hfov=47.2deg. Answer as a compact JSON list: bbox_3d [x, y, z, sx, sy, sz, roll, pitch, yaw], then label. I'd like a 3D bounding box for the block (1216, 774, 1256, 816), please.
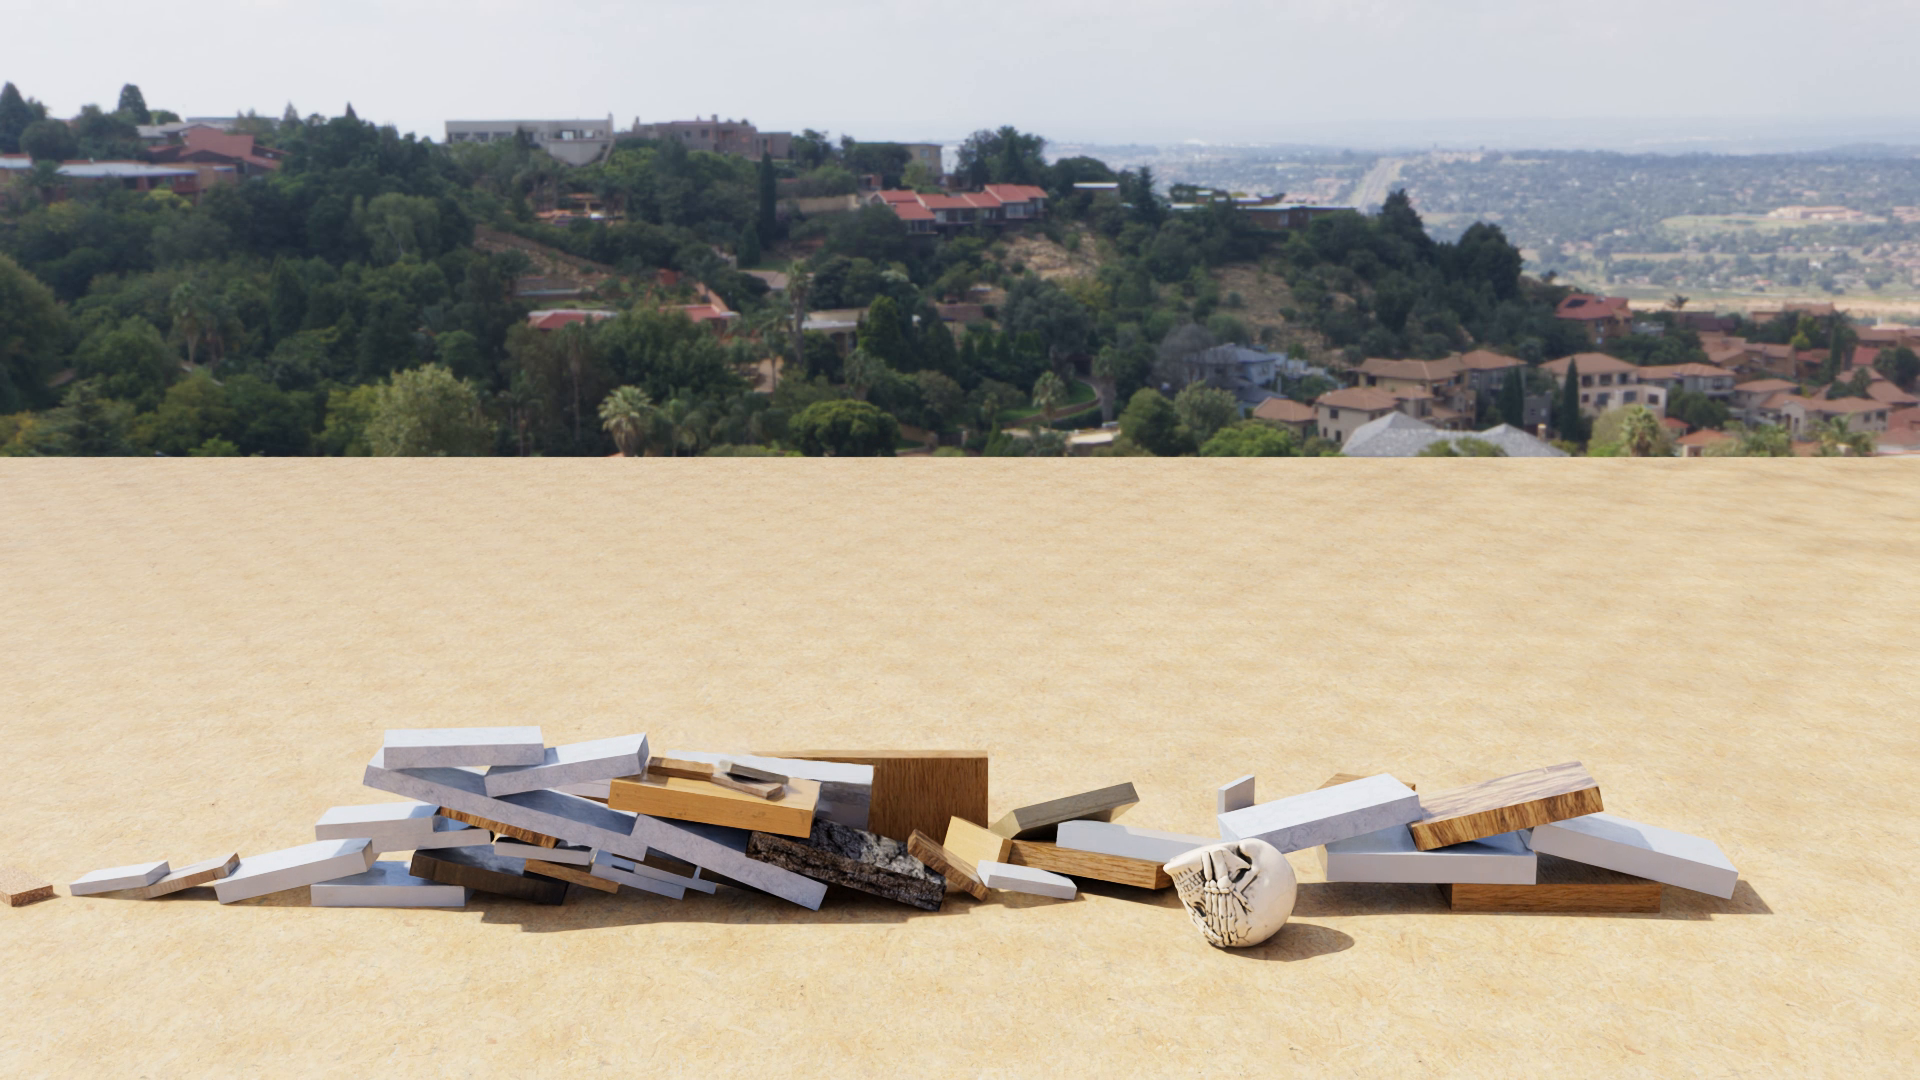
[{"bbox_3d":[0.516,0.480,4.108,0.016,0.057,0.113,8,13,36],"label":"block"}]

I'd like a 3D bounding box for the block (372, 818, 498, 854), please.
[{"bbox_3d":[-0.867,0.484,3.651,0.194,0.027,0.097,-4,11,0],"label":"block"}]

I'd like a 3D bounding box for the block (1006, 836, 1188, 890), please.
[{"bbox_3d":[0.232,0.545,3.722,0.273,0.039,0.136,6,-1,28],"label":"block"}]

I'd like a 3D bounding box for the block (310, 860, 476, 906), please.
[{"bbox_3d":[-0.938,0.572,3.666,0.251,0.036,0.126,0,11,0],"label":"block"}]

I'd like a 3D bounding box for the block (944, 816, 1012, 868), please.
[{"bbox_3d":[0.027,0.531,3.772,0.022,0.076,0.152,16,-1,-36],"label":"block"}]

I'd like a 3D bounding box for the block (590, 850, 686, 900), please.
[{"bbox_3d":[-0.534,0.556,3.667,0.157,0.022,0.078,16,9,-6],"label":"block"}]

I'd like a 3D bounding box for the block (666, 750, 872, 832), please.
[{"bbox_3d":[-0.333,0.459,3.785,0.352,0.176,0.050,5,32,-4],"label":"block"}]

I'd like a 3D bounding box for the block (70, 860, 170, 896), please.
[{"bbox_3d":[-1.404,0.565,3.675,0.142,0.020,0.071,-9,9,12],"label":"block"}]

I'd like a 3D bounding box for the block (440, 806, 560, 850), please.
[{"bbox_3d":[-0.750,0.457,3.635,0.193,0.027,0.097,17,9,0],"label":"block"}]

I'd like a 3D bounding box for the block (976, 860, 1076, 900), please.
[{"bbox_3d":[0.111,0.565,3.655,0.152,0.022,0.076,11,8,-14],"label":"block"}]

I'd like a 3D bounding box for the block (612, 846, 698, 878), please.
[{"bbox_3d":[-0.504,0.524,3.655,0.138,0.020,0.069,17,9,-3],"label":"block"}]

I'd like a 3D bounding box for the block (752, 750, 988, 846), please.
[{"bbox_3d":[-0.158,0.462,3.876,0.415,0.176,0.050,0,10,-1],"label":"block"}]

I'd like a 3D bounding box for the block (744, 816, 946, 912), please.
[{"bbox_3d":[-0.188,0.522,3.641,0.328,0.046,0.164,17,9,-6],"label":"block"}]

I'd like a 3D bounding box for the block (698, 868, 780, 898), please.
[{"bbox_3d":[-0.364,0.562,3.674,0.138,0.020,0.069,14,10,-3],"label":"block"}]

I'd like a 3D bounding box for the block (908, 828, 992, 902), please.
[{"bbox_3d":[-0.017,0.540,3.651,0.152,0.022,0.076,34,7,-7],"label":"block"}]

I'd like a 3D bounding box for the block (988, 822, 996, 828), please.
[{"bbox_3d":[0.021,0.524,3.980,0.113,0.016,0.057,3,11,15],"label":"block"}]

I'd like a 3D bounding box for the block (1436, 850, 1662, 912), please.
[{"bbox_3d":[0.972,0.567,3.660,0.338,0.048,0.169,0,11,1],"label":"block"}]

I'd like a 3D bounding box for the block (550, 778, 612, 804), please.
[{"bbox_3d":[-0.659,0.480,4.127,0.352,0.050,0.176,4,11,20],"label":"block"}]

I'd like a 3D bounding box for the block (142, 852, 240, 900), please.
[{"bbox_3d":[-1.282,0.560,3.671,0.142,0.020,0.071,-16,10,3],"label":"block"}]

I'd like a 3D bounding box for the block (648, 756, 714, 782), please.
[{"bbox_3d":[-0.460,0.378,3.627,0.105,0.015,0.053,8,10,-4],"label":"block"}]

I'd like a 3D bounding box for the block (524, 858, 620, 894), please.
[{"bbox_3d":[-0.644,0.546,3.665,0.157,0.022,0.078,16,9,-8],"label":"block"}]

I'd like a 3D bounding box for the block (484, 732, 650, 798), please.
[{"bbox_3d":[-0.643,0.368,3.608,0.250,0.035,0.125,-9,10,0],"label":"block"}]

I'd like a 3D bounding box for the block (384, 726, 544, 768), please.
[{"bbox_3d":[-0.810,0.338,3.589,0.250,0.035,0.125,0,8,-14],"label":"block"}]

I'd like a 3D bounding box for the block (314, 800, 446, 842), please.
[{"bbox_3d":[-0.959,0.464,3.645,0.194,0.027,0.097,-4,11,1],"label":"block"}]

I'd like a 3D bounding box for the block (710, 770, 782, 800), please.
[{"bbox_3d":[-0.349,0.400,3.595,0.105,0.015,0.053,13,11,23],"label":"block"}]

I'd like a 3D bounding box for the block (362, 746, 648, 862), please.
[{"bbox_3d":[-0.737,0.431,3.619,0.467,0.035,0.125,16,9,-5],"label":"block"}]

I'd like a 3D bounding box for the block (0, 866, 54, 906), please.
[{"bbox_3d":[-1.584,0.578,3.677,0.142,0.020,0.071,9,14,41],"label":"block"}]

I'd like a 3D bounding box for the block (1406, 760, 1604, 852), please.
[{"bbox_3d":[0.893,0.439,3.640,0.304,0.043,0.152,-13,9,6],"label":"block"}]

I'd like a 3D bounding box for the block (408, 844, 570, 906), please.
[{"bbox_3d":[-0.776,0.545,3.657,0.251,0.036,0.126,13,10,-5],"label":"block"}]

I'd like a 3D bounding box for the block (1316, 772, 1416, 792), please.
[{"bbox_3d":[0.719,0.497,4.049,0.152,0.043,0.304,6,12,28],"label":"block"}]

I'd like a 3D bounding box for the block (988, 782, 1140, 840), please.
[{"bbox_3d":[0.171,0.494,3.872,0.273,0.039,0.136,-8,-25,-37],"label":"block"}]

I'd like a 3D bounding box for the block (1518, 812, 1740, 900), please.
[{"bbox_3d":[1.103,0.508,3.665,0.337,0.048,0.169,14,11,2],"label":"block"}]

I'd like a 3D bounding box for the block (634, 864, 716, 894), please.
[{"bbox_3d":[-0.473,0.553,3.668,0.138,0.020,0.069,16,9,-7],"label":"block"}]

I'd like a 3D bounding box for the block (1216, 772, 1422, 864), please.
[{"bbox_3d":[0.596,0.461,3.656,0.304,0.043,0.152,-13,9,-6],"label":"block"}]

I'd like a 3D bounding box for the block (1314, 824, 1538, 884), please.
[{"bbox_3d":[0.770,0.519,3.657,0.338,0.048,0.169,0,11,2],"label":"block"}]

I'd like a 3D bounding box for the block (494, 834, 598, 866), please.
[{"bbox_3d":[-0.684,0.507,3.642,0.157,0.022,0.078,6,10,2],"label":"block"}]

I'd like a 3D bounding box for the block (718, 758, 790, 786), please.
[{"bbox_3d":[-0.339,0.382,3.620,0.105,0.015,0.053,16,-4,-26],"label":"block"}]

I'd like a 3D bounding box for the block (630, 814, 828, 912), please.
[{"bbox_3d":[-0.378,0.508,3.644,0.328,0.046,0.164,22,9,-7],"label":"block"}]

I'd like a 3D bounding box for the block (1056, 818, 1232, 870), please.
[{"bbox_3d":[0.314,0.515,3.729,0.273,0.039,0.136,6,-2,20],"label":"block"}]

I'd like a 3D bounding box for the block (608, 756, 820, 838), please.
[{"bbox_3d":[-0.401,0.420,3.619,0.328,0.046,0.164,9,10,-1],"label":"block"}]

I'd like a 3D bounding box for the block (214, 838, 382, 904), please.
[{"bbox_3d":[-1.099,0.543,3.671,0.251,0.036,0.126,-13,10,2],"label":"block"}]
